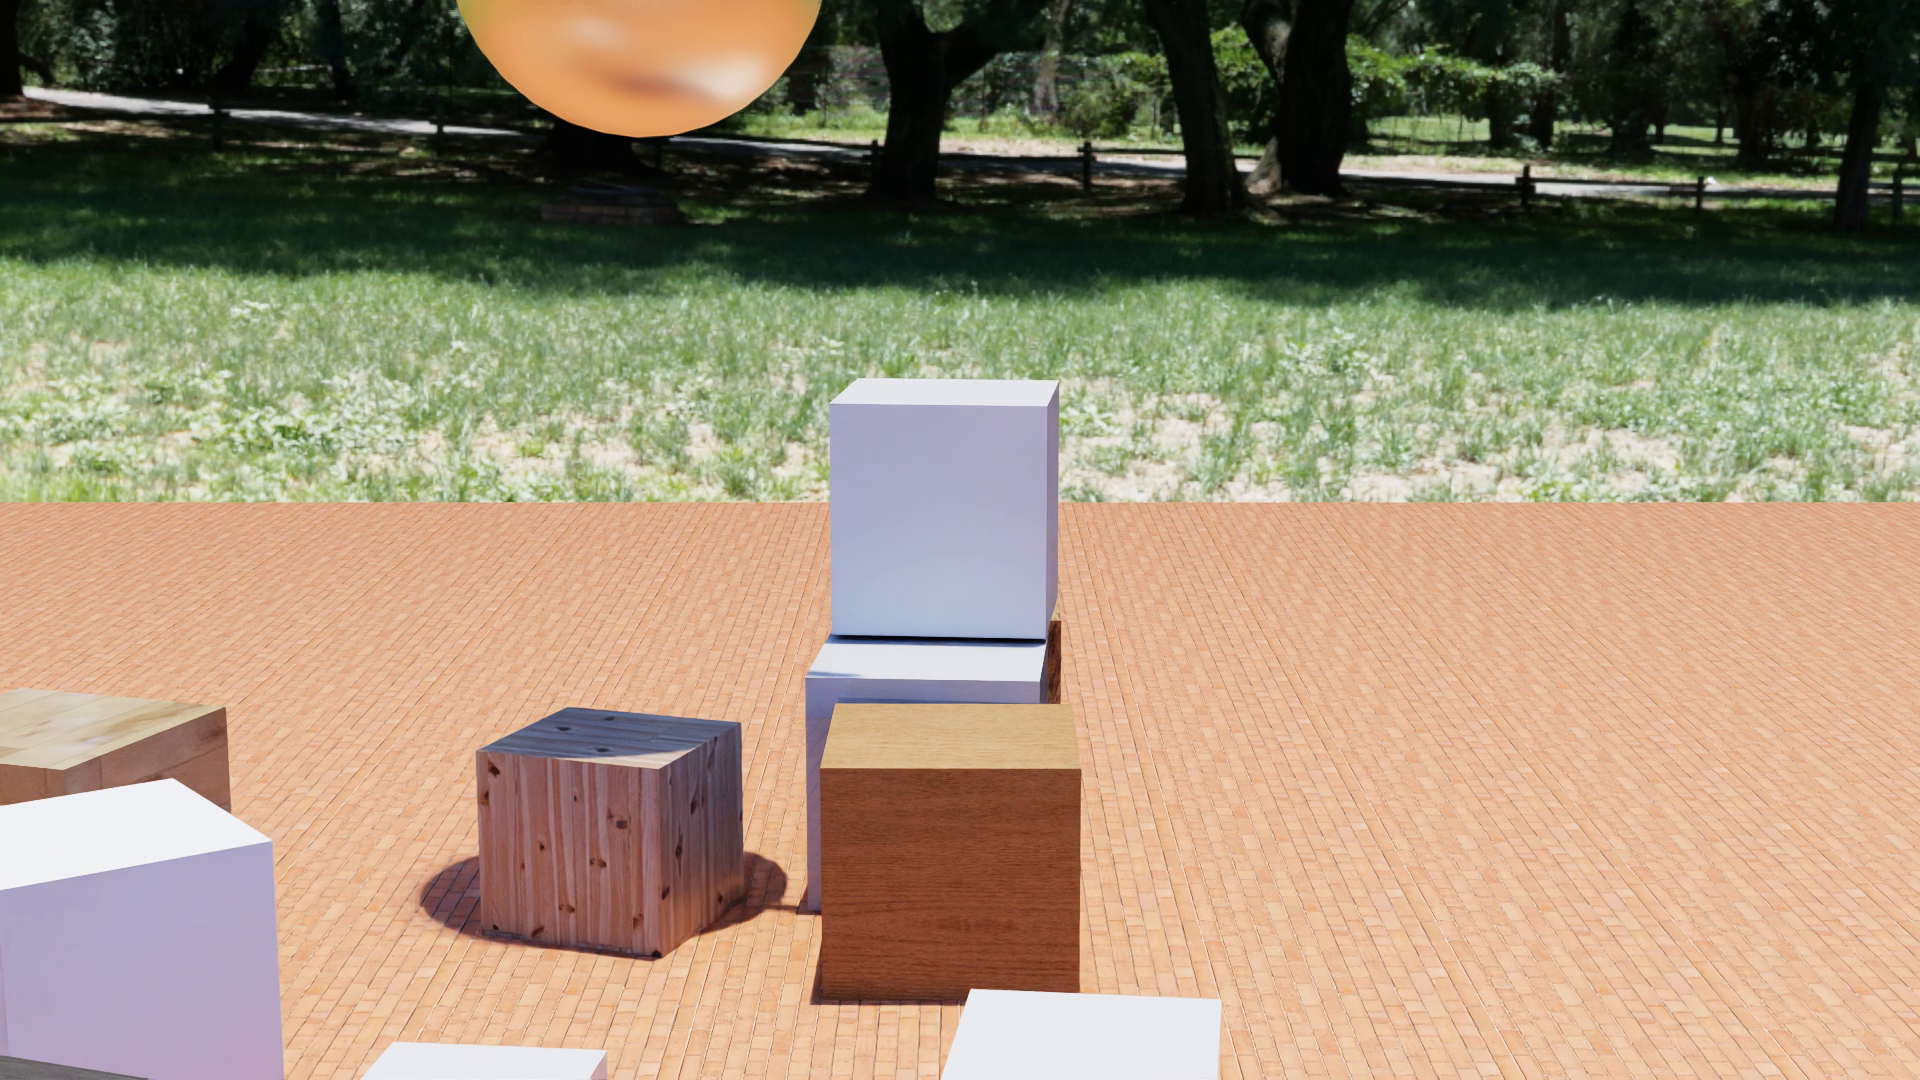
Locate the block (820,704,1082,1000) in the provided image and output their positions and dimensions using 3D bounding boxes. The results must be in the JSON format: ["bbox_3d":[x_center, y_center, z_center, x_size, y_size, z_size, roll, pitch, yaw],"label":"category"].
[{"bbox_3d":[-0.031,1.224,10.260,0.986,0.920,1.010,0,10,1],"label":"block"}]

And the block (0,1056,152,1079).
[{"bbox_3d":[-2.429,1.913,6.483,0.722,0.917,0.787,4,11,20],"label":"block"}]

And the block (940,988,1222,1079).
[{"bbox_3d":[0.354,1.829,7.375,0.759,0.762,0.918,1,10,7],"label":"block"}]

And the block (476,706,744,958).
[{"bbox_3d":[-1.452,1.204,10.749,0.828,0.786,0.789,4,11,19],"label":"block"}]

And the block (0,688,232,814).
[{"bbox_3d":[-3.765,1.191,10.588,1.040,0.869,1.061,3,11,18],"label":"block"}]

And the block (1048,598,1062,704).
[{"bbox_3d":[-0.010,0.786,12.329,0.948,1.043,1.065,0,10,0],"label":"block"}]

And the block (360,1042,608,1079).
[{"bbox_3d":[-1.393,1.881,7.346,0.649,0.670,0.616,1,10,6],"label":"block"}]

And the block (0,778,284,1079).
[{"bbox_3d":[-2.912,1.467,8.693,0.889,1.004,0.947,-7,13,-36],"label":"block"}]

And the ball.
[{"bbox_3d":[-1.340,-2.493,10.727,1.600,1.600,1.600,0,10,0],"label":"ball"}]

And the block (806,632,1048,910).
[{"bbox_3d":[-0.124,0.996,11.247,0.981,1.016,0.948,1,10,4],"label":"block"}]

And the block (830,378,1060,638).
[{"bbox_3d":[-0.053,-0.165,11.746,0.956,1.036,0.943,1,10,5],"label":"block"}]
